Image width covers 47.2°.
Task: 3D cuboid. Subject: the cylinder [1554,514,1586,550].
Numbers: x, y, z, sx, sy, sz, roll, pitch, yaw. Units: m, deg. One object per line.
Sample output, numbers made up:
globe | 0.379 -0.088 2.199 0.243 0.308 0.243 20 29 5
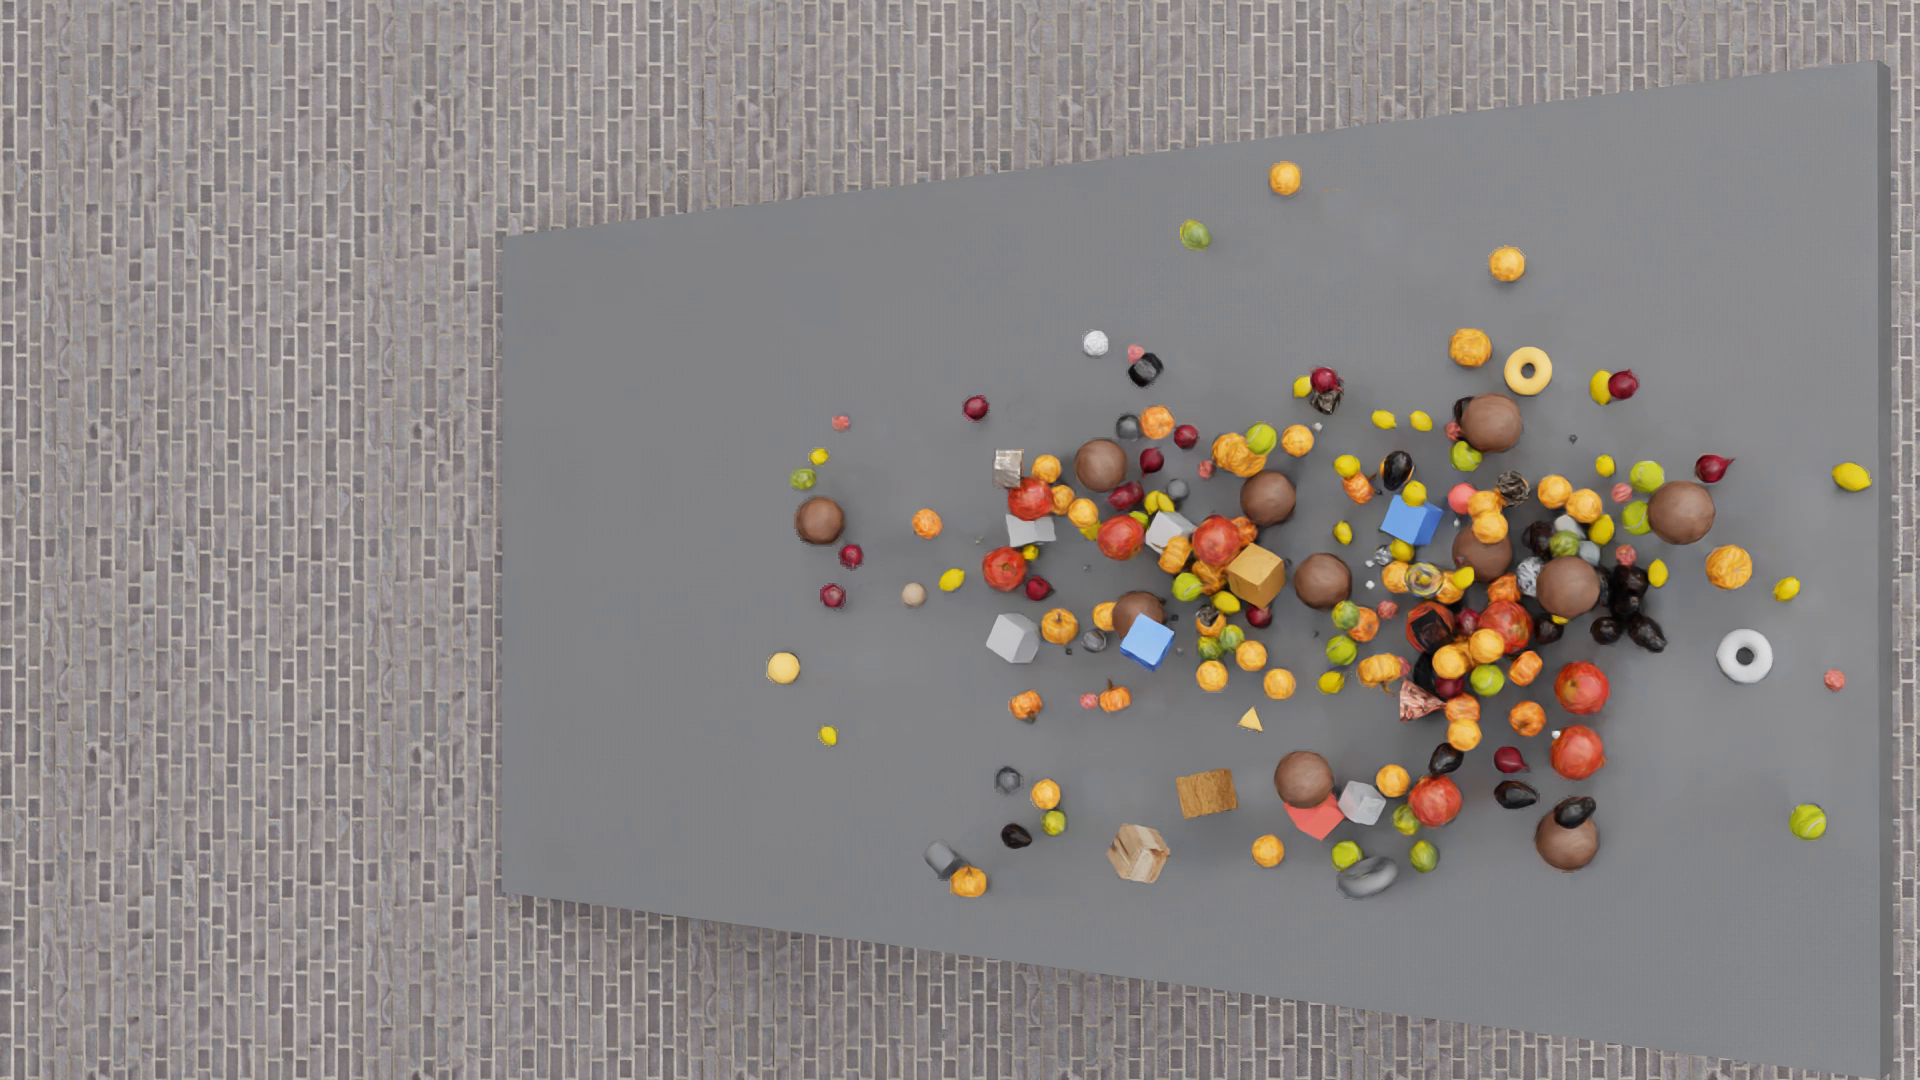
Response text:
cylinder | 1.287 -0.016 4.643 0.055 0.055 0.055 -8 50 0

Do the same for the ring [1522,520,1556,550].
ring | 1.238 -0.011 4.695 0.078 0.078 0.026 -40 120 0

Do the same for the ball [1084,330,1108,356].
ball | 0.333 -0.480 5.377 0.063 0.063 0.063 0 90 0

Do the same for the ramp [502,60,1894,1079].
ramp | 0.232 0.065 5.550 4.000 0.100 2.000 0 89 37

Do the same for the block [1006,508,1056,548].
block | 0.177 -0.029 5.479 0.082 0.082 0.082 -15 81 36

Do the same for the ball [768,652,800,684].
ball | -0.478 0.347 5.966 0.086 0.086 0.086 0 90 0

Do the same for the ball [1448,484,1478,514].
ball | 1.097 -0.090 4.796 0.067 0.067 0.067 0 90 0

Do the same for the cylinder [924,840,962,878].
cylinder | -0.044 0.820 5.645 0.069 0.069 0.069 -45 63 0

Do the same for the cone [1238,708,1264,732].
cone | 0.686 0.427 5.118 0.053 0.053 0.053 42 90 15

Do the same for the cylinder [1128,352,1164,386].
cylinder | 0.444 -0.407 5.257 0.060 0.060 0.060 18 52 -25

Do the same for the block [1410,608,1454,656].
block | 1.011 0.197 4.711 0.060 0.060 0.060 -35 112 18

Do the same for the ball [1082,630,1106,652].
ball | 0.328 0.247 5.378 0.058 0.058 0.058 0 90 0

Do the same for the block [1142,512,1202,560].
block | 0.504 -0.011 5.230 0.083 0.083 0.083 39 112 33

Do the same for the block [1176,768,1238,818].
block | 0.580 0.595 5.162 0.096 0.096 0.096 -18 79 35

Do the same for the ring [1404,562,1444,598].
ring | 1.003 0.085 4.748 0.087 0.029 0.087 -4 58 6

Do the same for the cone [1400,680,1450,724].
cone | 1.023 0.358 4.815 0.099 0.099 0.099 3 90 25

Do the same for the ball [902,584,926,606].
ball | -0.120 0.143 5.712 0.062 0.062 0.062 0 90 0

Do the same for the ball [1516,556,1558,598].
ball | 1.224 0.078 4.671 0.088 0.088 0.088 0 90 0

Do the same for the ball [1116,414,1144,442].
ball | 0.410 -0.272 5.314 0.066 0.066 0.066 0 90 0

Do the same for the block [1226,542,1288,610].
block | 0.684 0.083 5.066 0.092 0.092 0.092 30 65 33

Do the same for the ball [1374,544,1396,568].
ball | 0.951 0.035 4.916 0.050 0.050 0.050 0 90 0

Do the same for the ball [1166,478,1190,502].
ball | 0.519 -0.119 5.239 0.054 0.054 0.054 0 90 0

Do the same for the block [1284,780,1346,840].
block | 0.803 0.610 4.972 0.085 0.085 0.085 29 110 -39

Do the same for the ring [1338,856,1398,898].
ring | 0.904 0.746 4.870 0.137 0.137 0.046 -23 101 0

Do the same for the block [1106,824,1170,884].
block | 0.414 0.726 5.095 0.091 0.091 0.091 14 112 -28

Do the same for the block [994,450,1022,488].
block | 0.115 -0.170 5.231 0.060 0.060 0.060 4 51 6

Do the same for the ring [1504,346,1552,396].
ring | 1.221 -0.363 4.726 0.105 0.035 0.105 -1 89 36

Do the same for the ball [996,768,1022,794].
ball | 0.123 0.605 5.524 0.068 0.068 0.068 0 90 0

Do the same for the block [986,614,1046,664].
block | 0.139 0.245 5.500 0.090 0.090 0.090 33 109 32

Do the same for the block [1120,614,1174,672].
block | 0.434 0.238 5.089 0.091 0.091 0.091 30 82 12

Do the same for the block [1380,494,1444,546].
block | 0.999 -0.045 4.859 0.084 0.084 0.084 30 107 33

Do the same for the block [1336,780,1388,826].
block | 0.900 0.589 4.925 0.066 0.066 0.066 13 111 -29

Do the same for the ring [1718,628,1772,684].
ring | 1.586 0.235 4.446 0.111 0.037 0.111 -1 88 38

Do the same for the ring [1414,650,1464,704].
ring | 1.054 0.301 4.841 0.123 0.041 0.123 3 95 42

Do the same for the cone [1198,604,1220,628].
cone | 0.590 0.172 5.110 0.053 0.053 0.053 7 75 -28

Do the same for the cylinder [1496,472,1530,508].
cylinder | 1.168 -0.107 4.641 0.054 0.054 0.054 -41 131 0

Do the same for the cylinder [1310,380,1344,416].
cylinder | 0.830 -0.321 4.977 0.057 0.057 0.057 30 85 0

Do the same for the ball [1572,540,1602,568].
ball | 1.313 0.030 4.612 0.061 0.061 0.061 0 90 0
